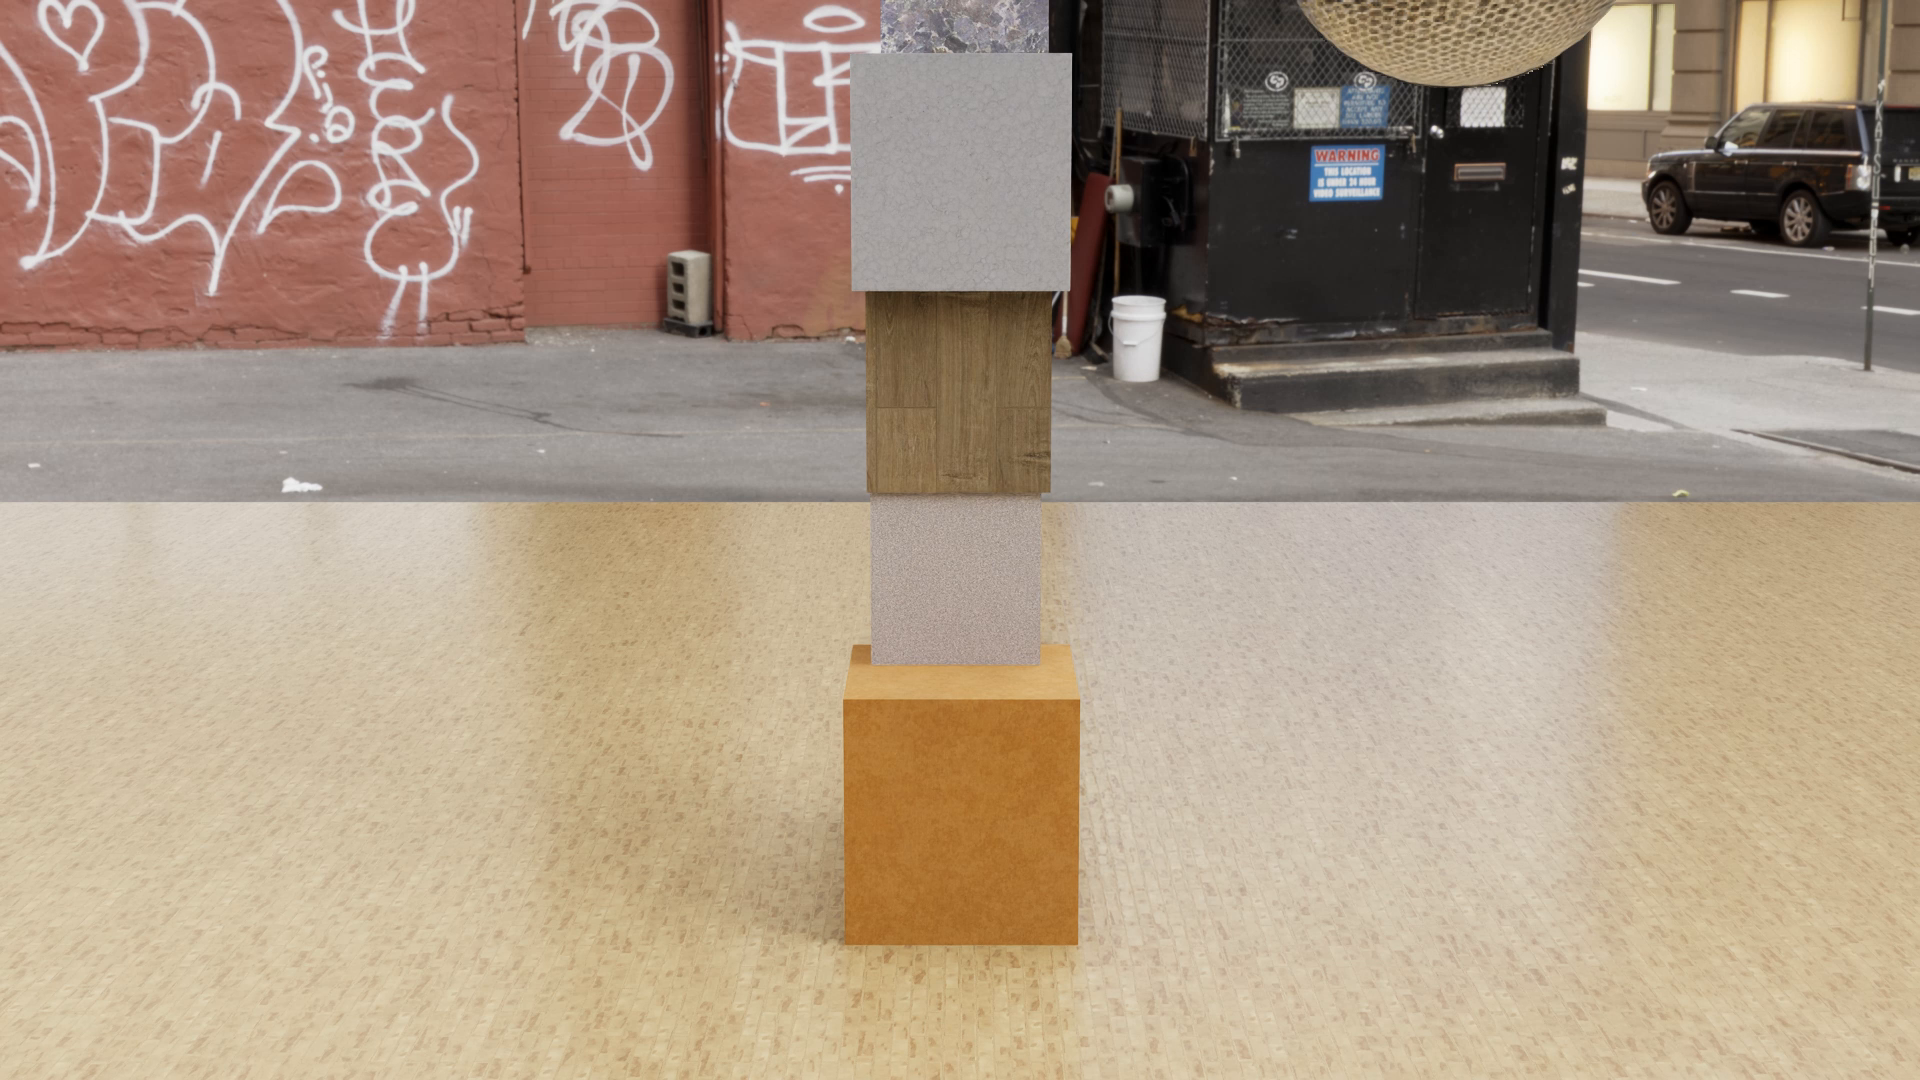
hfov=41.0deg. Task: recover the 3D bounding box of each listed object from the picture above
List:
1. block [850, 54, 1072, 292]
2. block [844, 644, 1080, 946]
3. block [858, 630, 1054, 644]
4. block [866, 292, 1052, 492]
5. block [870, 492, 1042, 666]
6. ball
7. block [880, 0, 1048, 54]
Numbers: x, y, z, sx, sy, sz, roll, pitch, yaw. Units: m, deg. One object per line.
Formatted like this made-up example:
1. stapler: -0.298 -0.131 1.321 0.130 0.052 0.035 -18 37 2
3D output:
1. block: 0.004 -1.577 10.894 0.893 0.955 1.015 0 10 0
2. block: 0.007 1.057 10.872 0.951 1.031 1.003 0 10 0
3. block: -0.020 0.950 11.868 0.916 0.885 0.974 0 10 0
4. block: -0.005 -0.689 11.055 0.770 0.851 0.815 0 10 0
5. block: -0.018 0.095 11.198 0.717 0.744 0.776 0 10 0
6. ball: 2.074 -2.699 10.690 1.600 1.600 1.600 0 10 0
7. block: 0.019 -2.354 10.752 0.683 0.623 0.710 0 10 0
